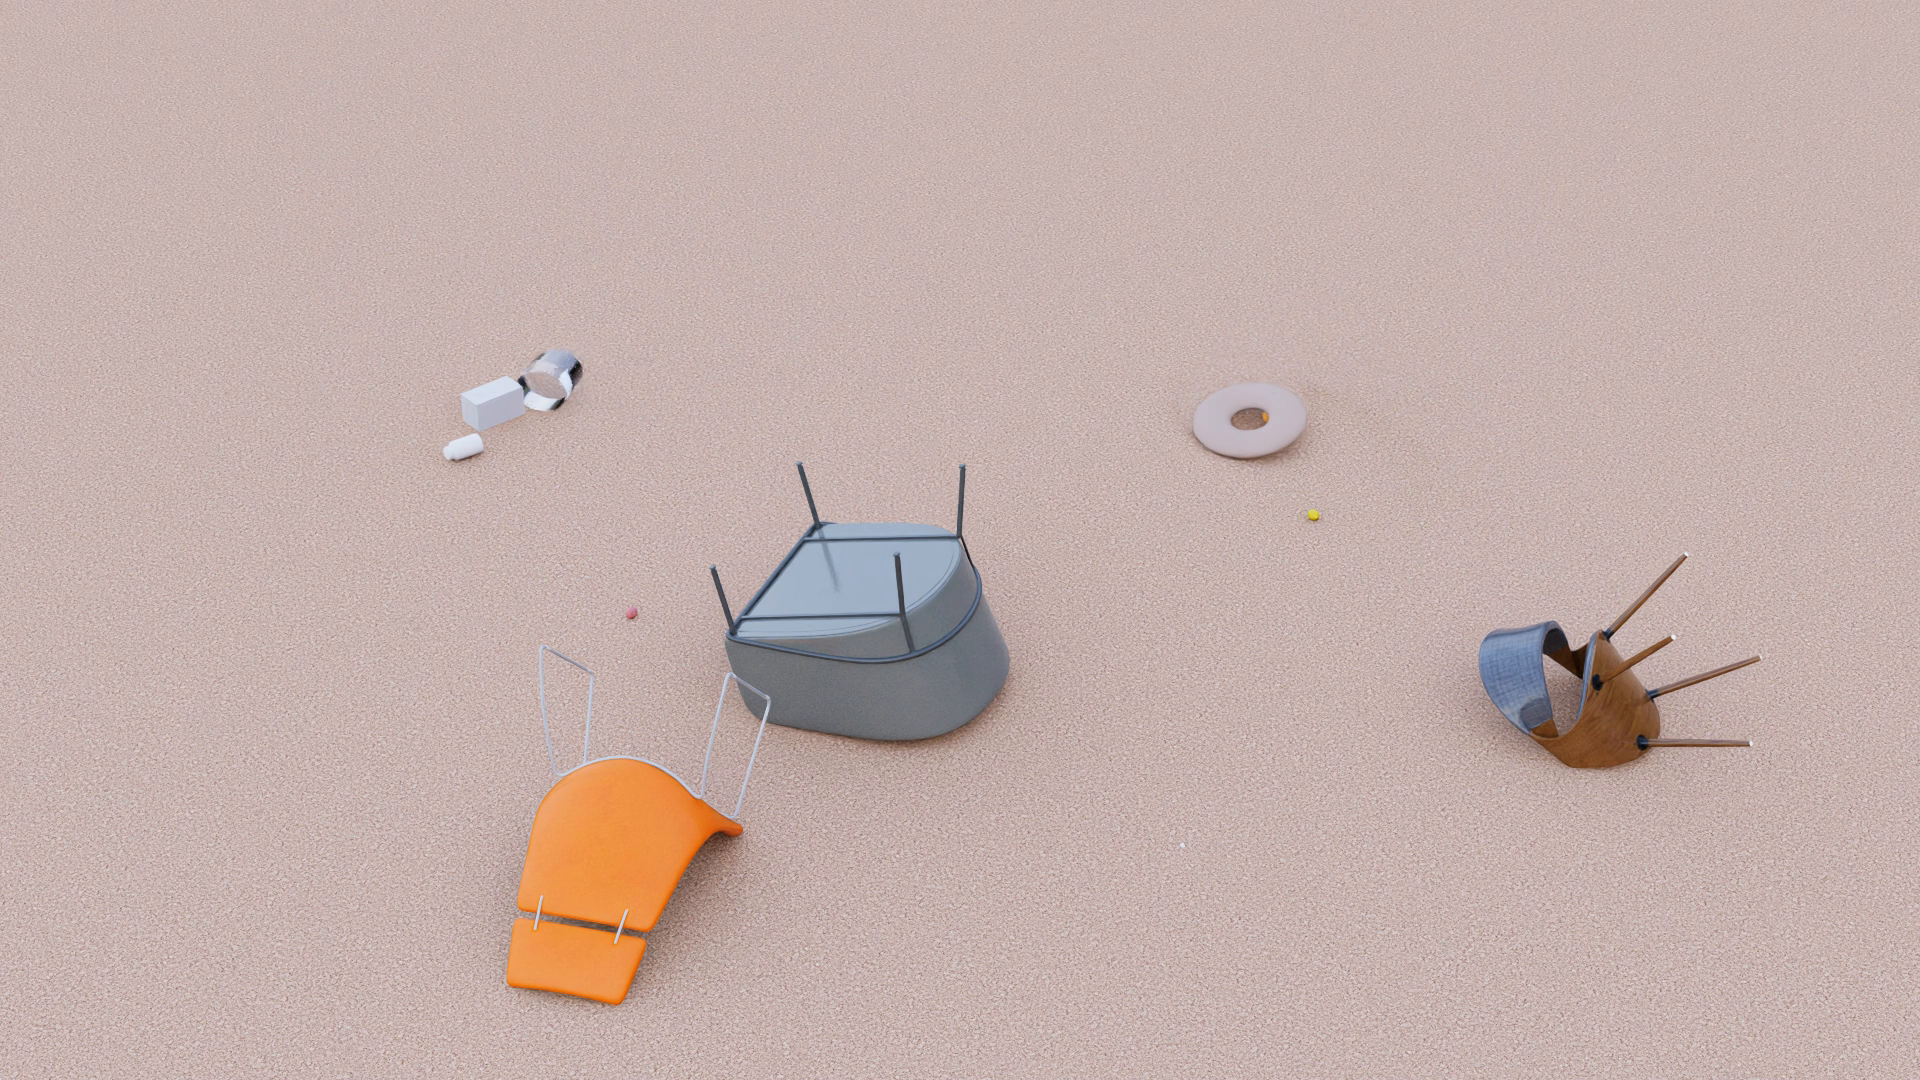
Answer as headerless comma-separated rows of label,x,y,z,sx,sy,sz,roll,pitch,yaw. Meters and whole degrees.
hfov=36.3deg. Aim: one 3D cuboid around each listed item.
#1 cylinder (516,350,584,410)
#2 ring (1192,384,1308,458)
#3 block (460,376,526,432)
cylinder,-1.647,-0.640,11.751,0.226,0.177,0.179,-4,31,21
ring,1.142,-0.472,11.540,0.466,0.066,0.436,22,53,36
block,-1.855,-0.541,11.653,0.218,0.124,0.114,-26,41,-33
